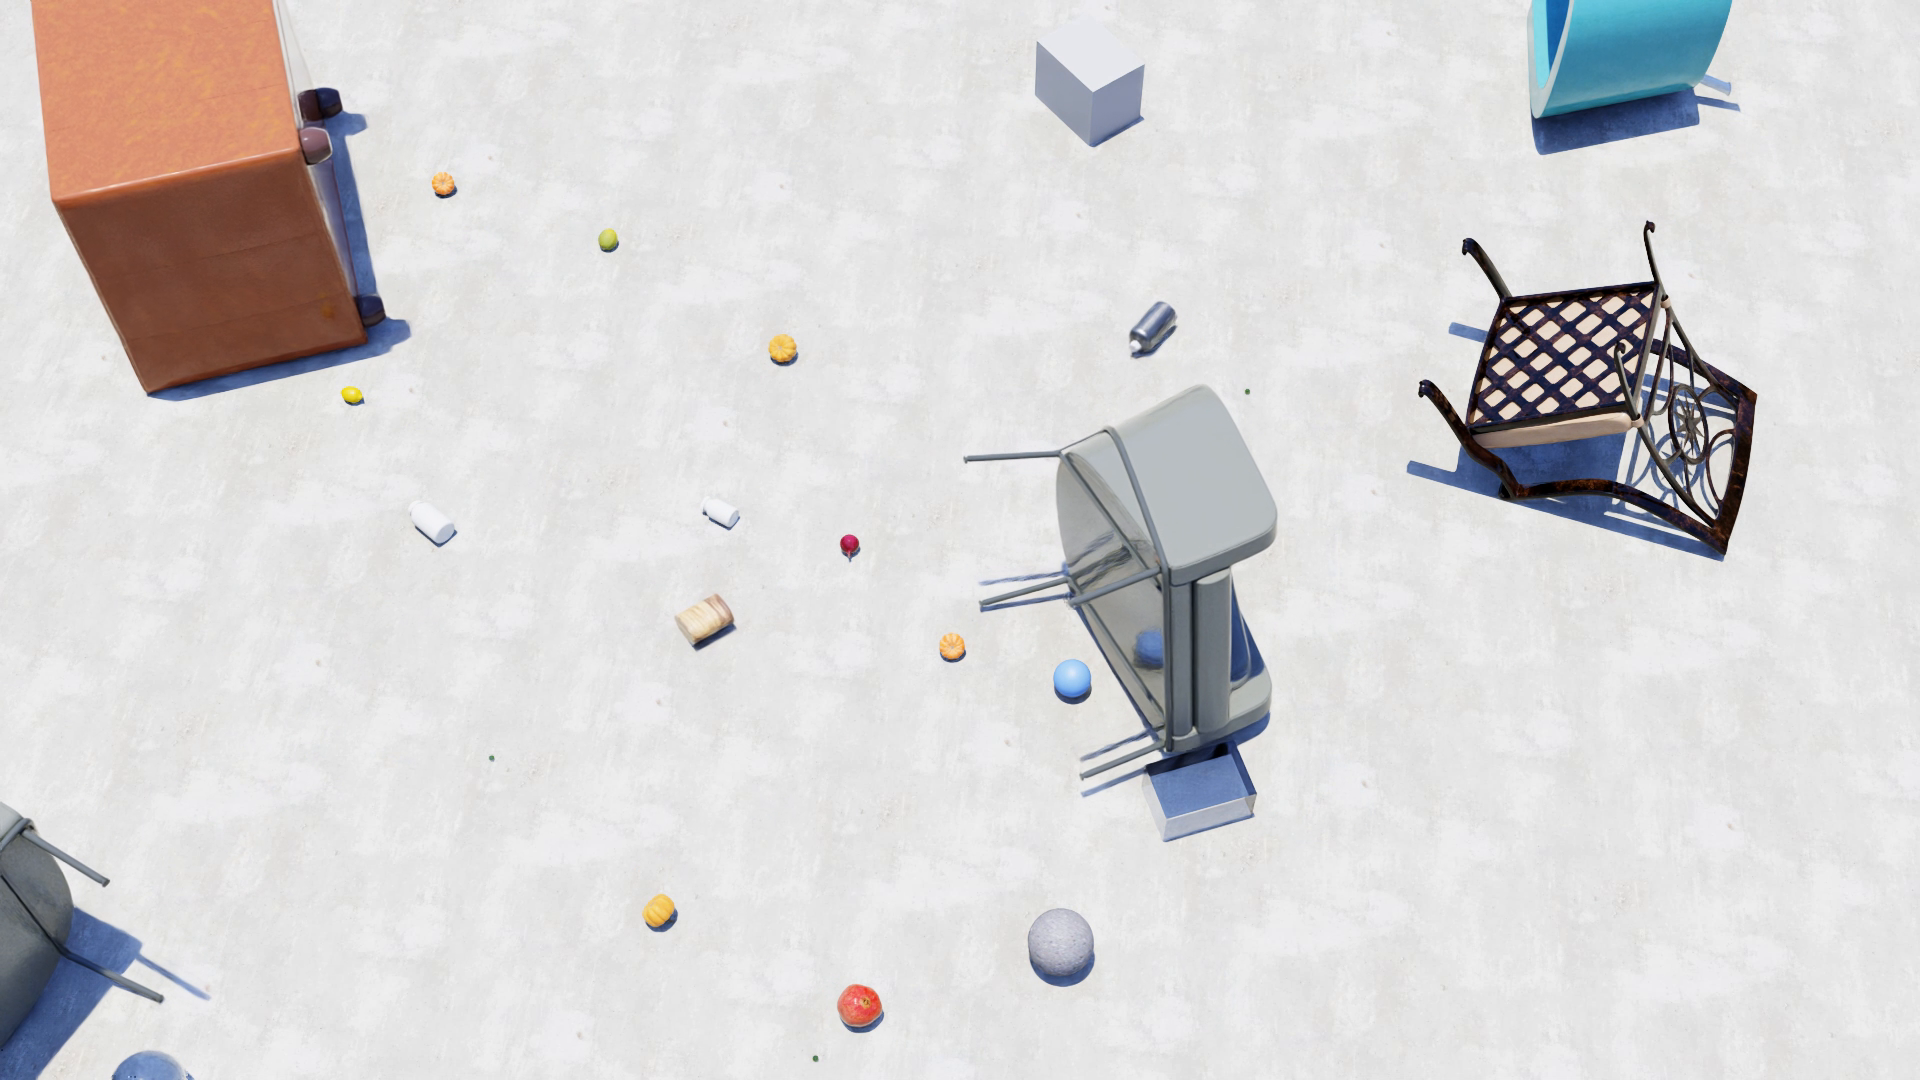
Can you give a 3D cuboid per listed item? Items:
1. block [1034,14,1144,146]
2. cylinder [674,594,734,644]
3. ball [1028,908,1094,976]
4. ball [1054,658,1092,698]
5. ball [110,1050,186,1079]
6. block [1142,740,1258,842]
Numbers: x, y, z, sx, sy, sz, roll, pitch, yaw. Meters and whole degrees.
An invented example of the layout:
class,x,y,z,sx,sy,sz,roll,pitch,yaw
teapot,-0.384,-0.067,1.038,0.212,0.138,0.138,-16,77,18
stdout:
class,x,y,z,sx,sy,sz,roll,pitch,yaw
block,0.437,-1.564,7.470,0.223,0.255,0.303,-32,62,-19
cylinder,-0.740,0.228,6.369,0.137,0.081,0.120,-30,41,-18
ball,0.264,1.053,5.761,0.176,0.176,0.176,0,56,0
ball,0.319,0.392,6.245,0.109,0.109,0.109,0,56,0
ball,-2.045,1.378,5.537,0.186,0.186,0.186,0,56,0
block,0.654,0.687,6.031,0.262,0.136,0.174,-14,57,-9
